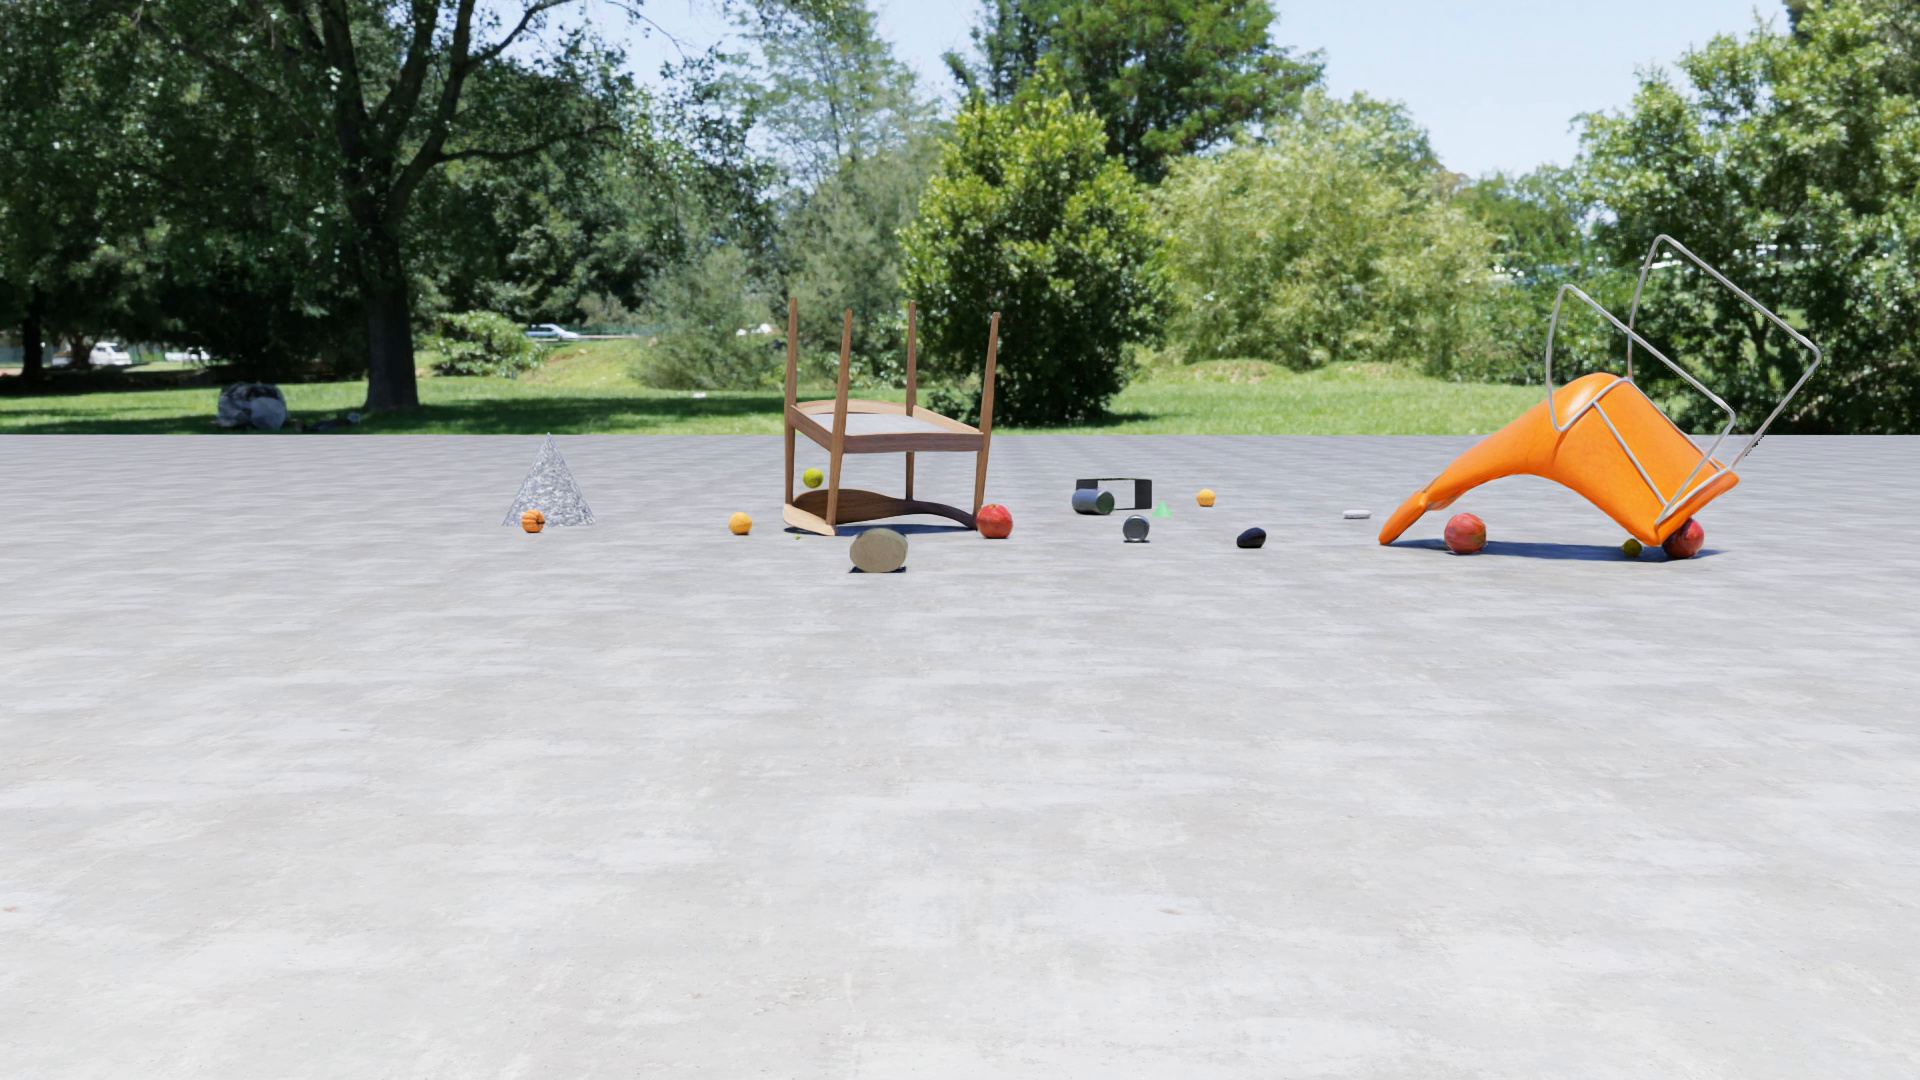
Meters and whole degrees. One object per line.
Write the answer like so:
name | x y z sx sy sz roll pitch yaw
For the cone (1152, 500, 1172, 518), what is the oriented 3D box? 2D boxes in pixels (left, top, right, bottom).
cone | 0.714 -0.113 7.756 0.083 0.060 0.066 4 5 42

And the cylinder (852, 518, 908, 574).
cylinder | -0.201 0.026 5.472 0.139 0.096 0.230 16 15 -8

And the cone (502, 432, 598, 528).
cone | -1.359 -0.205 7.275 0.315 0.309 0.261 -2 4 -23

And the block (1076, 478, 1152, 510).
block | 0.577 -0.172 8.241 0.217 0.111 0.182 -3 5 -35

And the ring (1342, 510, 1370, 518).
ring | 1.377 -0.089 7.634 0.116 0.029 0.089 -2 4 -42
